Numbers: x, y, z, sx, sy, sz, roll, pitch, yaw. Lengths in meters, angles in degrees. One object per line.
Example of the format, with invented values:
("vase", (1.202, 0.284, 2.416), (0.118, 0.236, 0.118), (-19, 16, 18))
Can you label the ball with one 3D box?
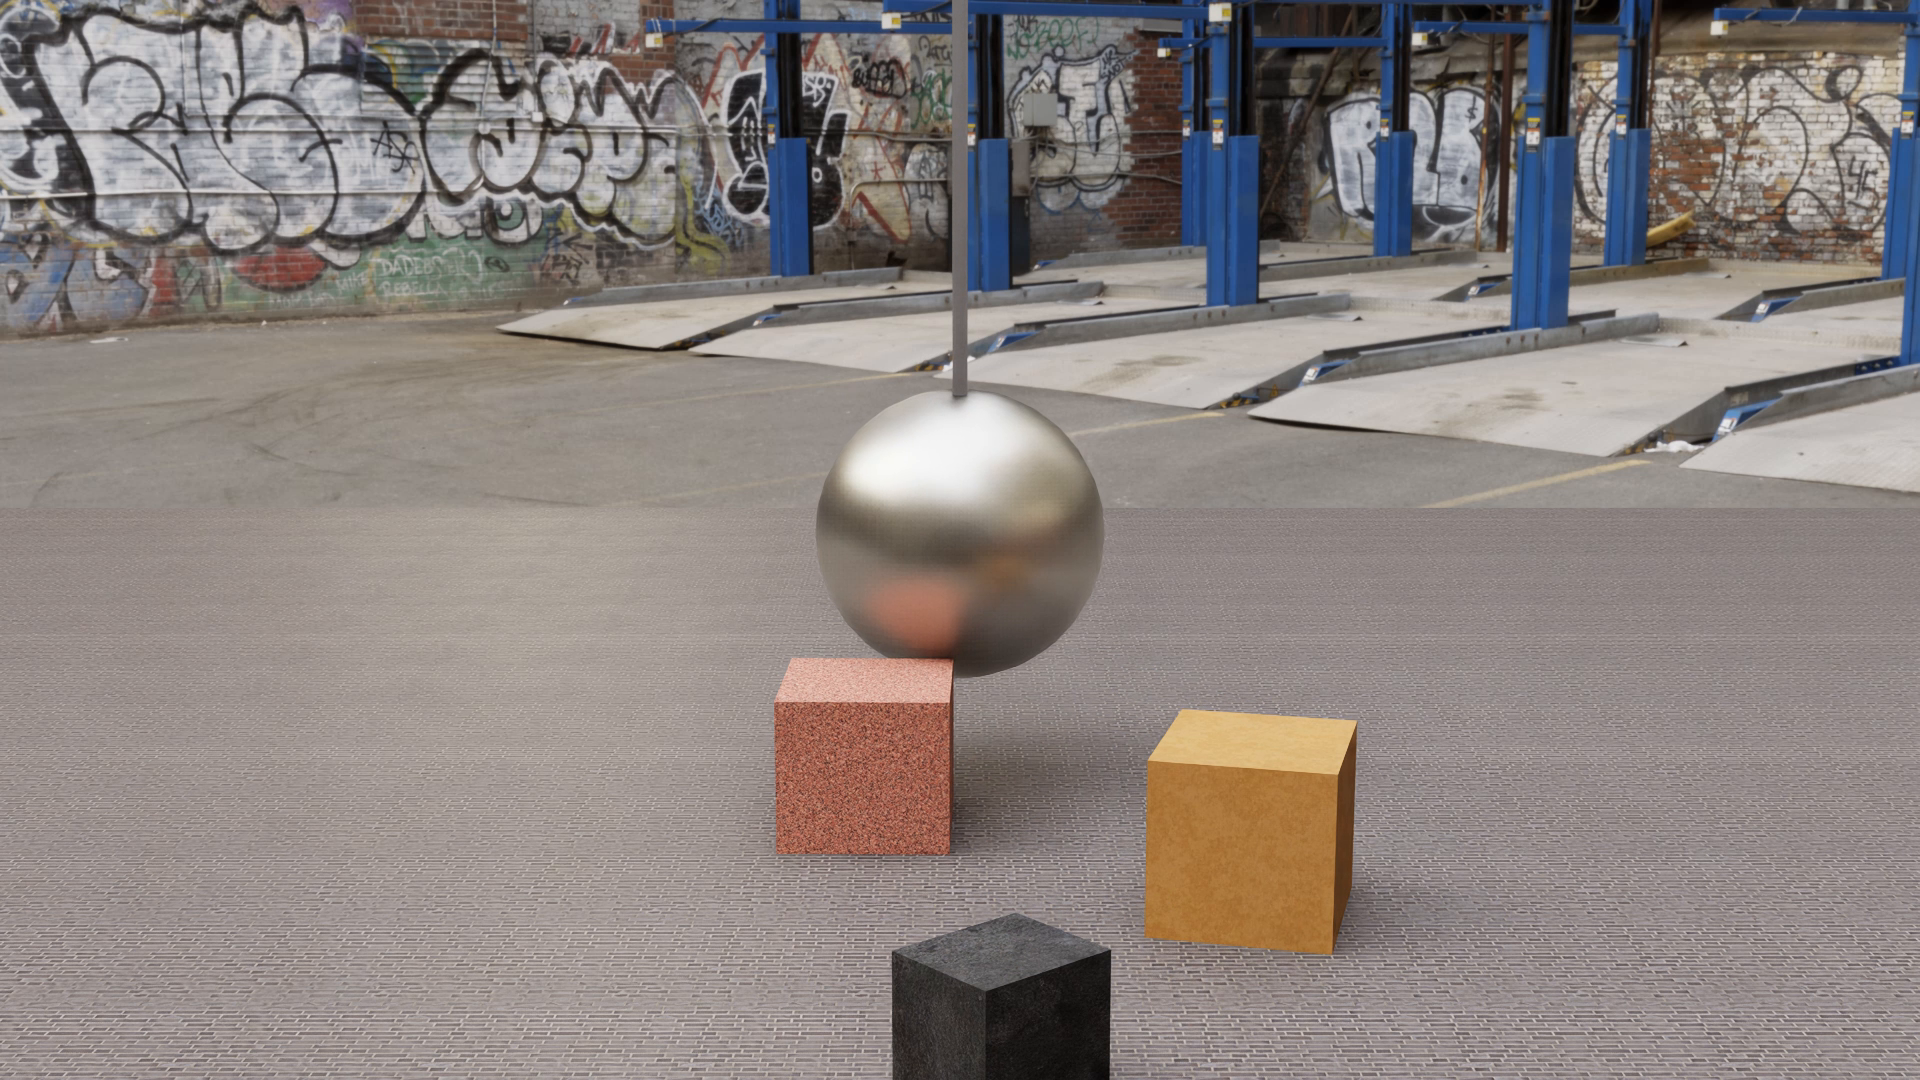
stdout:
("ball", (0.000, -0.038, 12.155), (1.600, 1.600, 1.600), (0, 10, 0))

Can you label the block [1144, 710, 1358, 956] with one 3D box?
("block", (1.345, 1.311, 10.071), (0.830, 0.817, 0.922), (3, 11, 15))

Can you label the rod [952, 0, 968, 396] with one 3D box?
("rod", (0.000, -3.242, 11.016), (0.080, 5.200, 0.080), (0, 20, 0))

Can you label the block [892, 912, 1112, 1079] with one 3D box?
("block", (0.151, 1.787, 8.050), (0.611, 0.603, 0.514), (-9, 14, -40))

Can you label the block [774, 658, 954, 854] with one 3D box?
("block", (-0.475, 1.099, 11.342), (0.863, 0.780, 0.930), (0, 10, 1))
